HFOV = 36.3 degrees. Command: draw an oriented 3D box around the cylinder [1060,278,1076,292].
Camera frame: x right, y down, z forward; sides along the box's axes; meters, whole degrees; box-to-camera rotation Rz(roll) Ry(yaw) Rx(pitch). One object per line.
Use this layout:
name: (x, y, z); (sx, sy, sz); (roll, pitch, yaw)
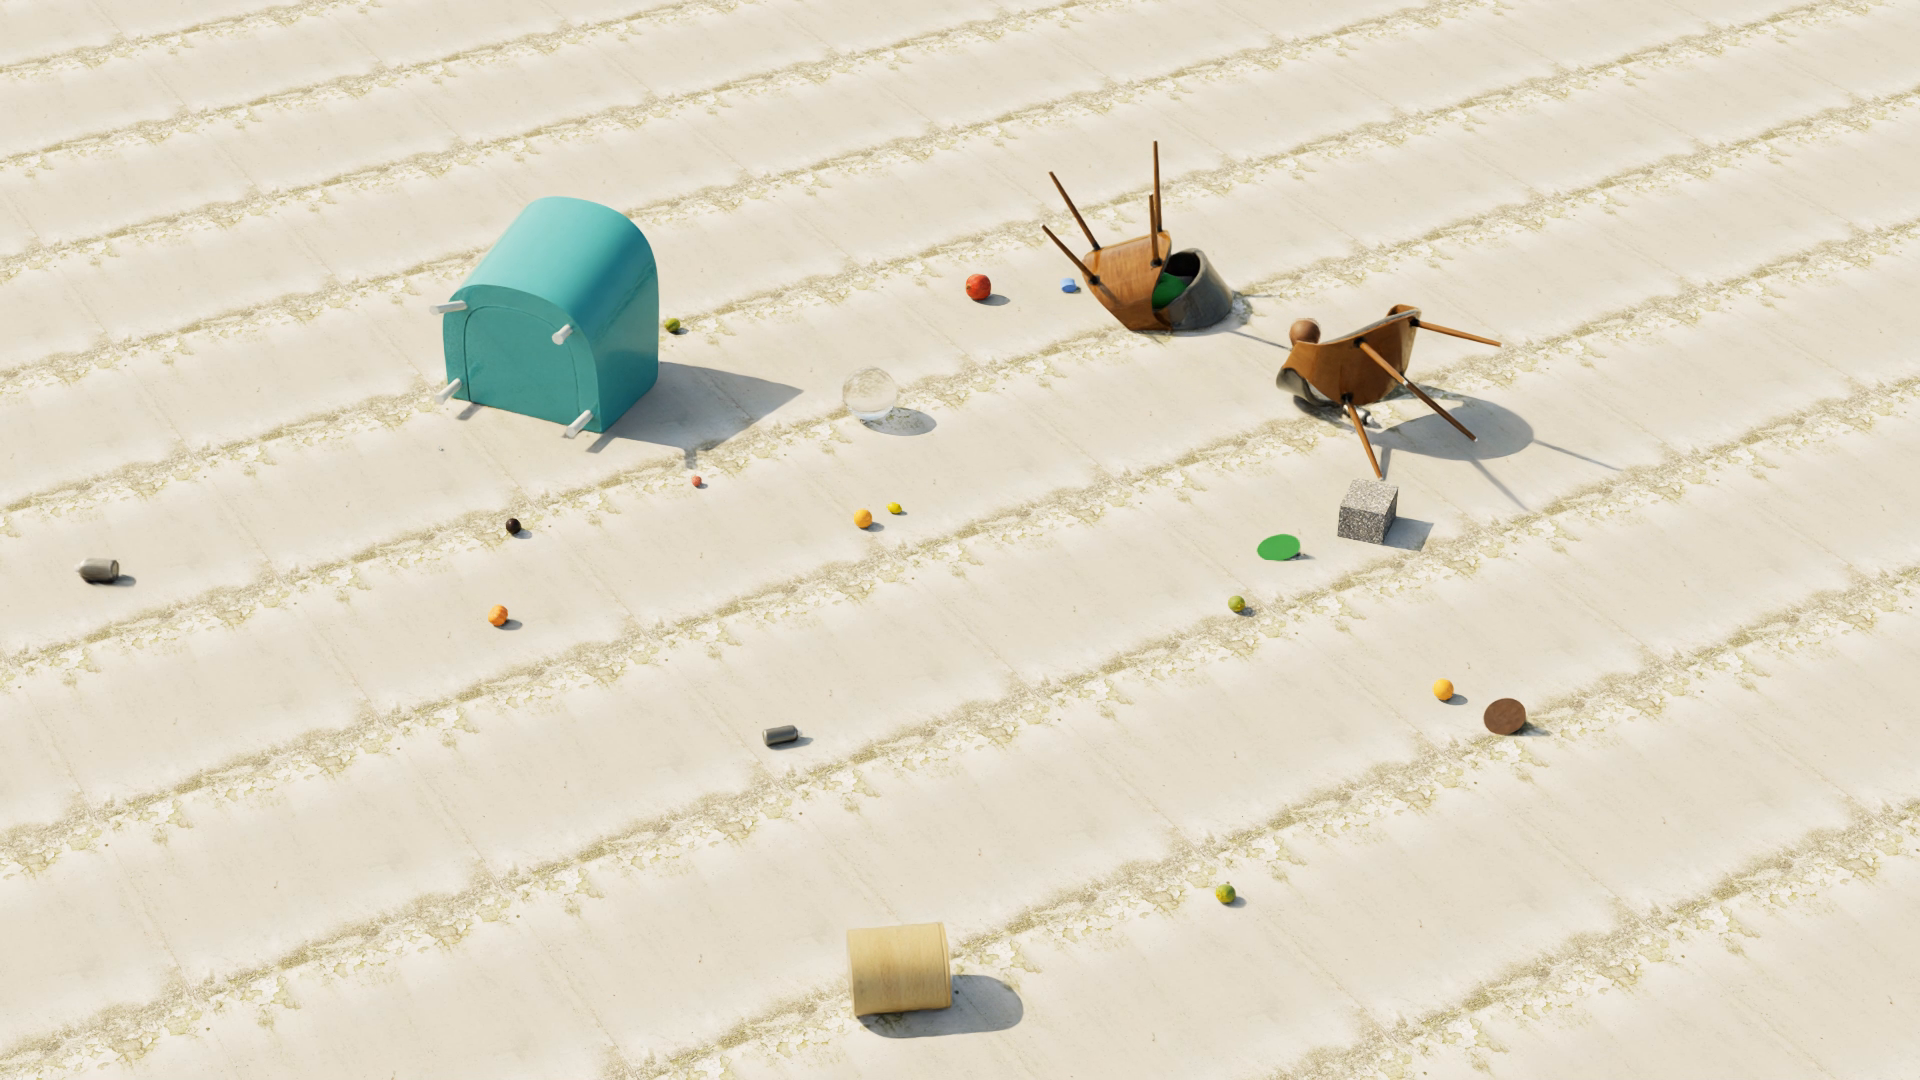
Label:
cylinder: (0.464, -1.092, 12.568); (0.066, 0.038, 0.061); (-4, 51, 6)

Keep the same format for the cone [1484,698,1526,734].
cone: (1.861, 0.589, 9.996); (0.147, 0.123, 0.139); (-27, 0, 16)

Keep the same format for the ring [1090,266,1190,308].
ring: (0.766, -1.079, 12.488); (0.455, 0.105, 0.208); (13, 37, 20)

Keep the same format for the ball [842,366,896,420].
ball: (-0.359, -0.582, 11.631); (0.217, 0.217, 0.217); (0, 33, 0)

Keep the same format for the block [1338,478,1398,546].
block: (1.528, -0.108, 10.983); (0.172, 0.137, 0.210); (12, 35, 17)

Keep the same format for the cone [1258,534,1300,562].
cone: (1.177, 0.018, 10.875); (0.162, 0.098, 0.118); (-11, 10, 2)

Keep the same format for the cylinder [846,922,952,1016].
cylinder: (-0.185, 1.285, 8.787); (0.290, 0.221, 0.262); (-4, 59, -6)
